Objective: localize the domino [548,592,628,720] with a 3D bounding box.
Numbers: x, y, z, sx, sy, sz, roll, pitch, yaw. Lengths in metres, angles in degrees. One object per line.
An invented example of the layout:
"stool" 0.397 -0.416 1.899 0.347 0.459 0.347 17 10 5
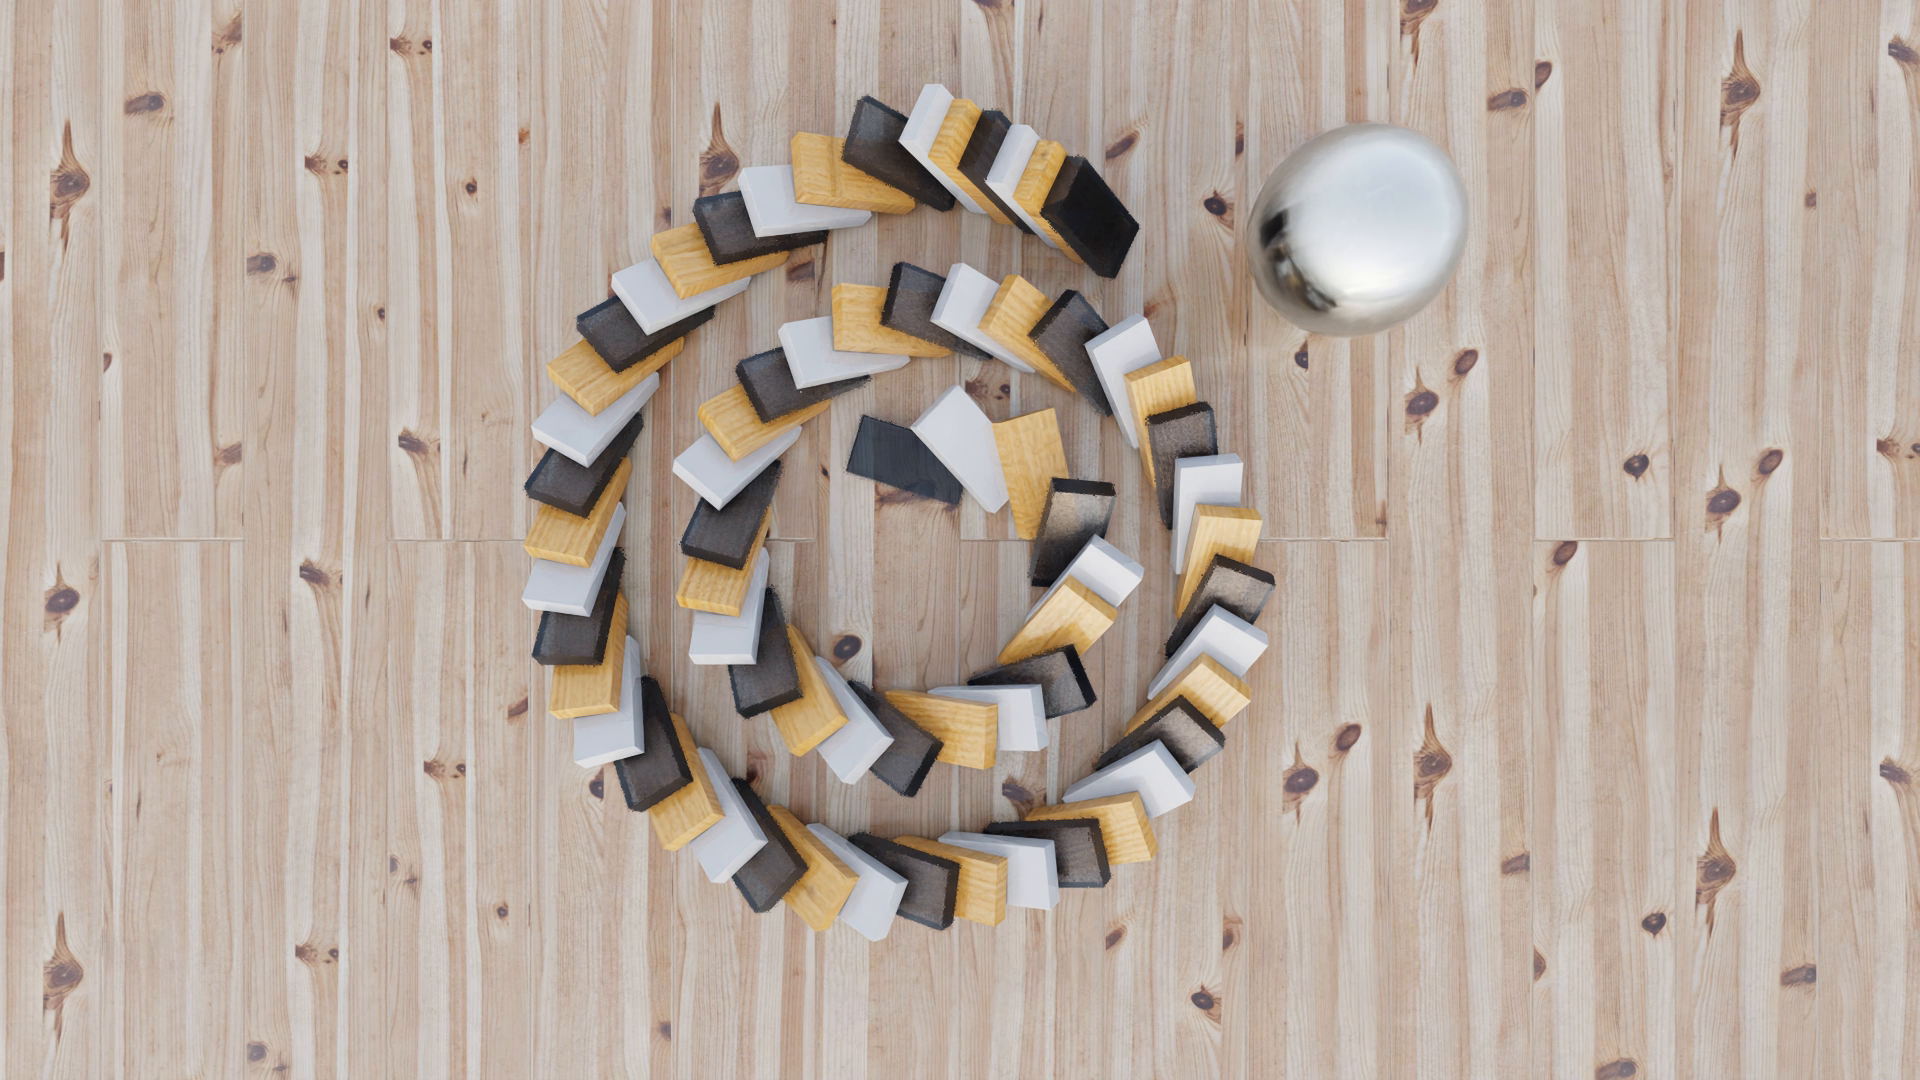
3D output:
"domino" -0.155 0.048 0.383 0.025 0.009 0.050 -7 60 1

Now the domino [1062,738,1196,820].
"domino" 0.070 0.106 0.383 0.050 0.010 0.025 -38 90 30

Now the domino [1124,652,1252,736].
"domino" 0.095 0.072 0.383 0.025 0.010 0.050 38 120 0

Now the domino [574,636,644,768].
"domino" -0.147 0.067 0.383 0.025 0.010 0.050 -15 60 0

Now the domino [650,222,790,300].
"domino" -0.100 -0.121 0.384 0.050 0.010 0.025 -30 90 -29

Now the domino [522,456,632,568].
"domino" -0.159 -0.015 0.384 0.025 0.009 0.050 12 61 0

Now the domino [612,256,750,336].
"domino" -0.116 -0.108 0.384 0.050 0.009 0.025 -36 90 -29

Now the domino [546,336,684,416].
"domino" -0.143 -0.077 0.383 0.025 0.010 0.050 41 60 0

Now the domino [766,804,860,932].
"domino" -0.068 0.136 0.383 0.050 0.009 0.025 31 90 30

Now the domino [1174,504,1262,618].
"domino" 0.107 0.010 0.383 0.025 0.009 0.050 4 121 0

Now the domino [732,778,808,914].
"domino" -0.088 0.127 0.384 0.025 0.010 0.050 -47 60 0

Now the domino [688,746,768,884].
"domino" -0.104 0.114 0.384 0.025 0.009 0.050 -43 61 0

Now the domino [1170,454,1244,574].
"domino" 0.103 -0.011 0.384 0.025 0.010 0.050 -5 120 0

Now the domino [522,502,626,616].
"domino" -0.161 0.006 0.384 0.025 0.009 0.050 8 61 0

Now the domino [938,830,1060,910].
"domino" 0.016 0.138 0.384 0.050 0.009 0.025 -5 90 30

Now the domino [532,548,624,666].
"domino" -0.159 0.027 0.384 0.025 0.010 0.050 0 61 0

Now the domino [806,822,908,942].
"domino" -0.048 0.142 0.383 0.050 0.010 0.025 22 90 30

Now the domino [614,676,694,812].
"domino" -0.132 0.085 0.384 0.025 0.010 0.050 -32 60 0

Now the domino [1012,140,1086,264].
"domino" 0.044 -0.138 0.378 0.010 0.050 0.025 26 90 40

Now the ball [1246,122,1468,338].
"ball" 0.154 -0.120 0.360 0.080 0.080 0.080 0 90 0

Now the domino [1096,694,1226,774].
"domino" 0.083 0.089 0.384 0.025 0.009 0.050 43 120 0

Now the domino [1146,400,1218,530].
"domino" 0.095 -0.031 0.383 0.025 0.010 0.050 -16 120 0

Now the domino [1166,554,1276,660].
"domino" 0.108 0.032 0.383 0.025 0.010 0.050 20 120 0

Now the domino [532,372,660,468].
"domino" -0.151 -0.056 0.383 0.025 0.009 0.050 29 60 0

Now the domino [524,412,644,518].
"domino" -0.157 -0.036 0.384 0.025 0.009 0.050 20 61 0

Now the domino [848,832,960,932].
"domino" -0.025 0.142 0.384 0.050 0.010 0.025 7 90 30

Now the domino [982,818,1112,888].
"domino" 0.036 0.131 0.383 0.050 0.010 0.025 -13 91 30

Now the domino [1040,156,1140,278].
"domino" 0.054 -0.132 0.378 0.009 0.050 0.025 25 90 40

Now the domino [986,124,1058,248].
"domino" 0.033 -0.144 0.378 0.010 0.050 0.025 24 90 40

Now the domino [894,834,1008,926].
"domino" -0.005 0.142 0.384 0.050 0.009 0.025 3 90 29

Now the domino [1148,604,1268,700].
"domino" 0.103 0.053 0.383 0.025 0.009 0.050 30 120 0

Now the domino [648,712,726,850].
"domino" -0.120 0.101 0.384 0.025 0.009 0.050 -35 61 0

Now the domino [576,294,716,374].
"domino" -0.131 -0.093 0.384 0.025 0.009 0.050 48 61 0

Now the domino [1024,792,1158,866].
"domino" 0.054 0.123 0.383 0.050 0.009 0.025 -19 91 30
